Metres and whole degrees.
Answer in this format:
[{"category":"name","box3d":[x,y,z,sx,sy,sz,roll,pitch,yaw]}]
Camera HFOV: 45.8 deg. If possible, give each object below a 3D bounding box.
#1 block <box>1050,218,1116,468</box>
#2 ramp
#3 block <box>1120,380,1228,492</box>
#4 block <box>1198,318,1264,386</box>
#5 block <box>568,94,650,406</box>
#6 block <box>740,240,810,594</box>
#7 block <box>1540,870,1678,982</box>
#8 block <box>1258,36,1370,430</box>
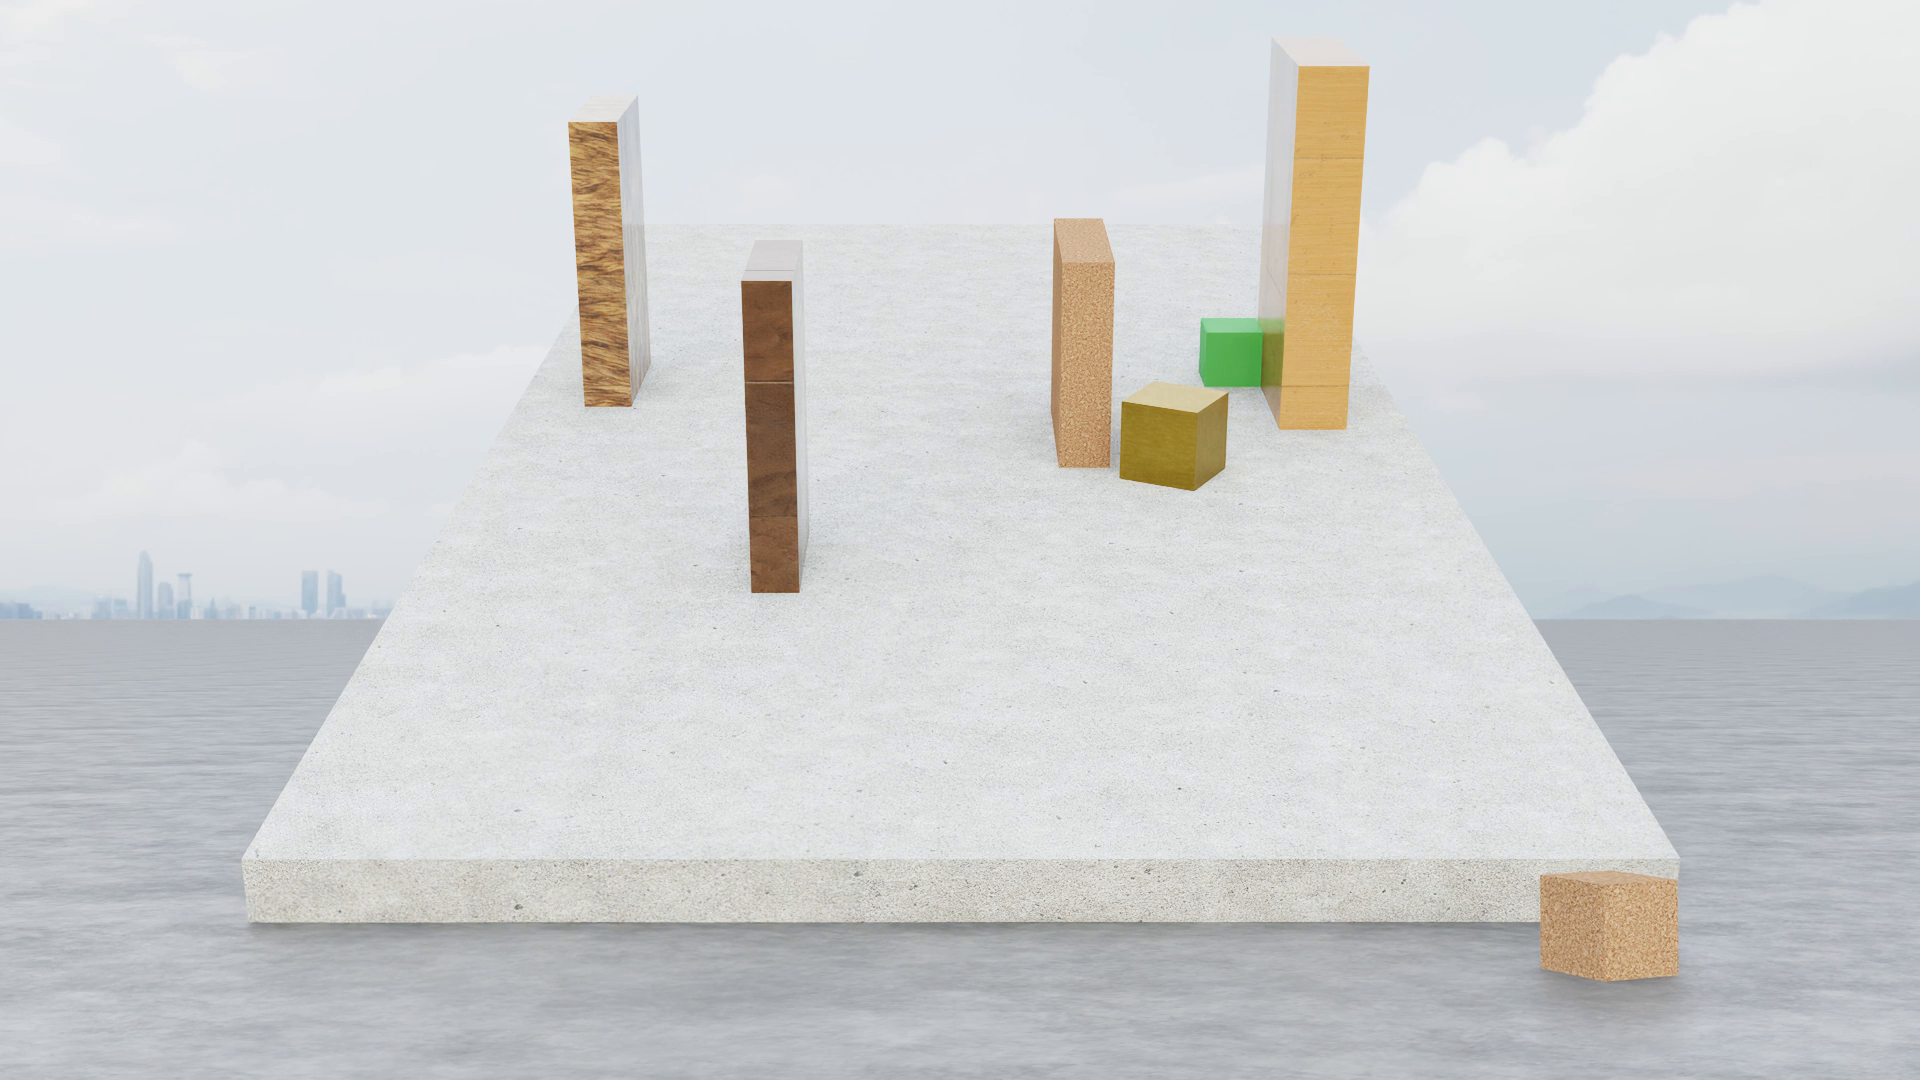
[{"category":"block","box3d":[0.259,-0.428,4.864,0.107,0.438,0.410,0,21,0]},{"category":"ramp","box3d":[-0.005,-0.211,5.051,2.000,0.100,4.000,0,21,0]},{"category":"block","box3d":[0.441,-0.216,4.685,0.167,0.167,0.167,11,23,26]},{"category":"block","box3d":[0.635,-0.441,5.338,0.131,0.131,0.131,0,21,0]},{"category":"block","box3d":[-0.796,-0.665,5.199,0.106,0.644,0.356,0,21,0]},{"category":"block","box3d":[-0.332,-0.228,4.132,0.087,0.575,0.308,0,21,0]},{"category":"block","box3d":[0.787,0.466,2.759,0.114,0.114,0.114,1,-2,-26]},{"category":"block","box3d":[0.775,-0.688,5.056,0.147,0.791,0.426,0,21,0]}]
